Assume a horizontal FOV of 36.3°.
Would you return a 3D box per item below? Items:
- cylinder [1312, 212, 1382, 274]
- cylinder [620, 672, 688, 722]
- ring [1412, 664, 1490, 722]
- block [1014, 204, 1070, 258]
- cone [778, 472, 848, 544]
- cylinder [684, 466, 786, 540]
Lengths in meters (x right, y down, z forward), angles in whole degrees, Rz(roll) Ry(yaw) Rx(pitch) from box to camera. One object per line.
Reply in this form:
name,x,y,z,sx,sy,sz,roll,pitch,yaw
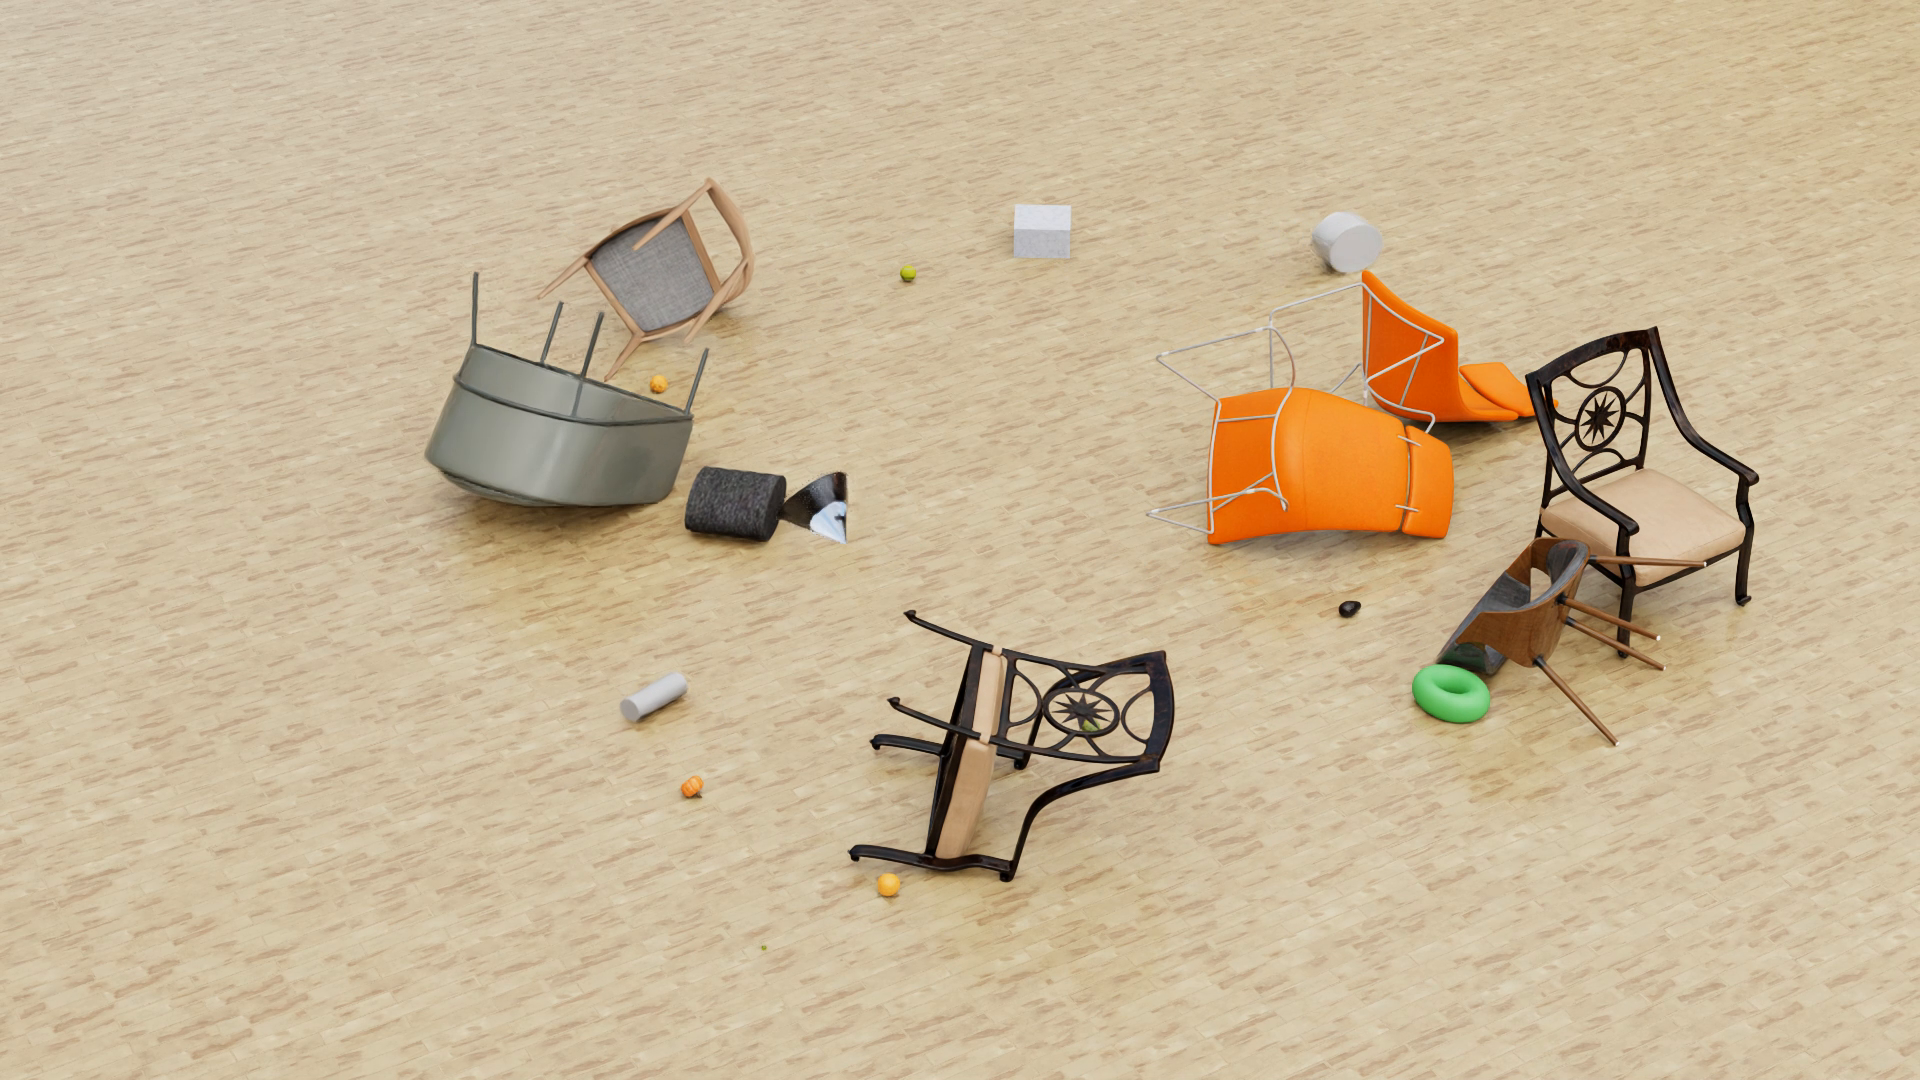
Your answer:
cylinder,1.672,-1.288,12.689,0.278,0.228,0.141,-4,31,-31
cylinder,-1.048,0.537,10.044,0.219,0.085,0.109,-30,8,-37
ring,1.683,0.526,10.048,0.282,0.109,0.220,25,42,31
block,0.362,-1.356,12.876,0.245,0.139,0.235,1,33,2
cone,-0.486,-0.074,10.952,0.312,0.267,0.234,-27,71,-26
cylinder,-0.839,-0.138,10.983,0.304,0.186,0.320,7,39,11
